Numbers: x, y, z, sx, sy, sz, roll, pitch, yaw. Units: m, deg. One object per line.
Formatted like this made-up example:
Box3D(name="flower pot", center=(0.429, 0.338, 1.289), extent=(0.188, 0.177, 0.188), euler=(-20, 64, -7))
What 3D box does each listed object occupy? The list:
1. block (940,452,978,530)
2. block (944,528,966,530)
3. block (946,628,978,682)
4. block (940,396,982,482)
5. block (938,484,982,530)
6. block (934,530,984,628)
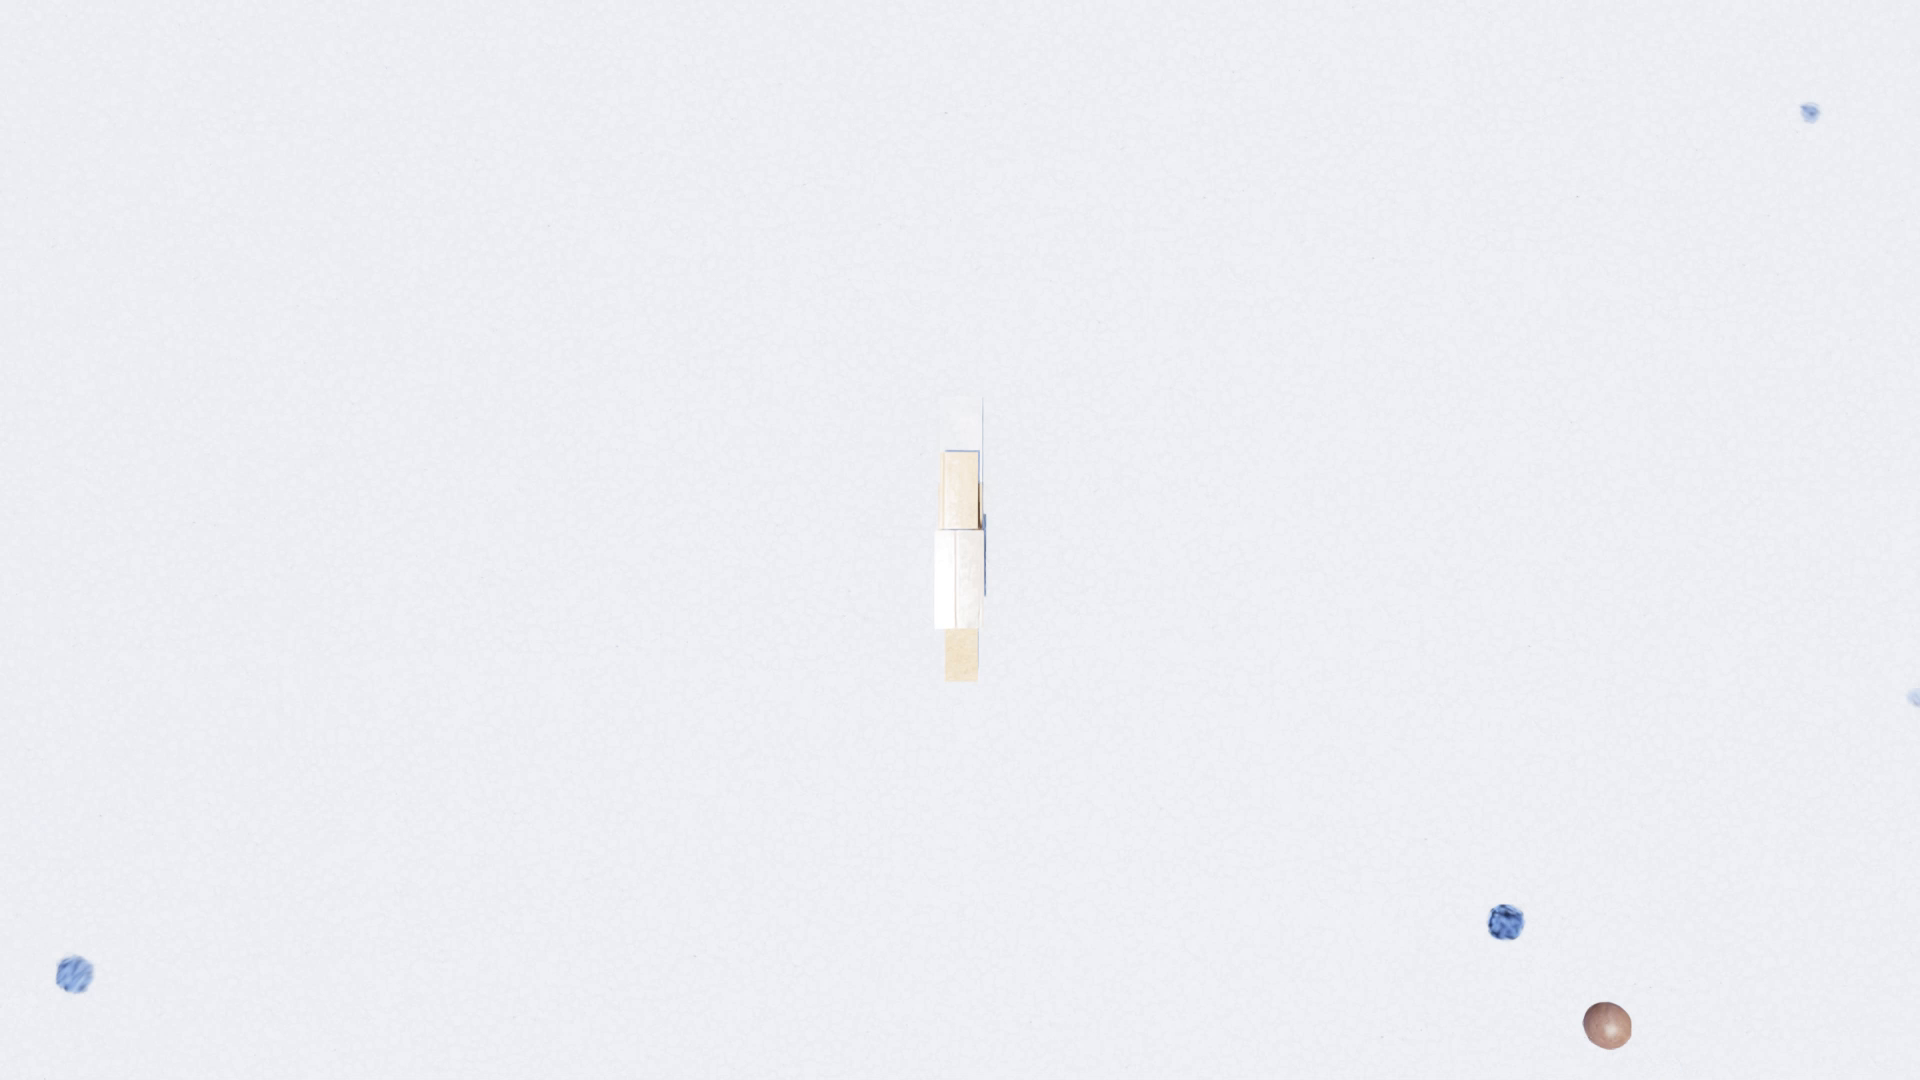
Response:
Box3D(name="block", center=(-0.004, -0.141, 4.740), extent=(0.109, 0.031, 0.219), euler=(0, 90, 0))
Box3D(name="block", center=(-0.004, -0.021, 4.987), extent=(0.093, 0.026, 0.185), euler=(0, 90, 0))
Box3D(name="block", center=(0.004, 0.348, 5.276), extent=(0.104, 0.030, 0.209), euler=(0, 90, 0))
Box3D(name="block", center=(0.003, -0.318, 5.211), extent=(0.135, 0.038, 0.270), euler=(0, 90, 0))
Box3D(name="block", center=(0.002, -0.040, 5.205), extent=(0.138, 0.039, 0.275), euler=(0, 90, 0))
Box3D(name="block", center=(-0.002, 0.111, 4.679), extent=(0.138, 0.039, 0.275), euler=(0, 90, 0))
